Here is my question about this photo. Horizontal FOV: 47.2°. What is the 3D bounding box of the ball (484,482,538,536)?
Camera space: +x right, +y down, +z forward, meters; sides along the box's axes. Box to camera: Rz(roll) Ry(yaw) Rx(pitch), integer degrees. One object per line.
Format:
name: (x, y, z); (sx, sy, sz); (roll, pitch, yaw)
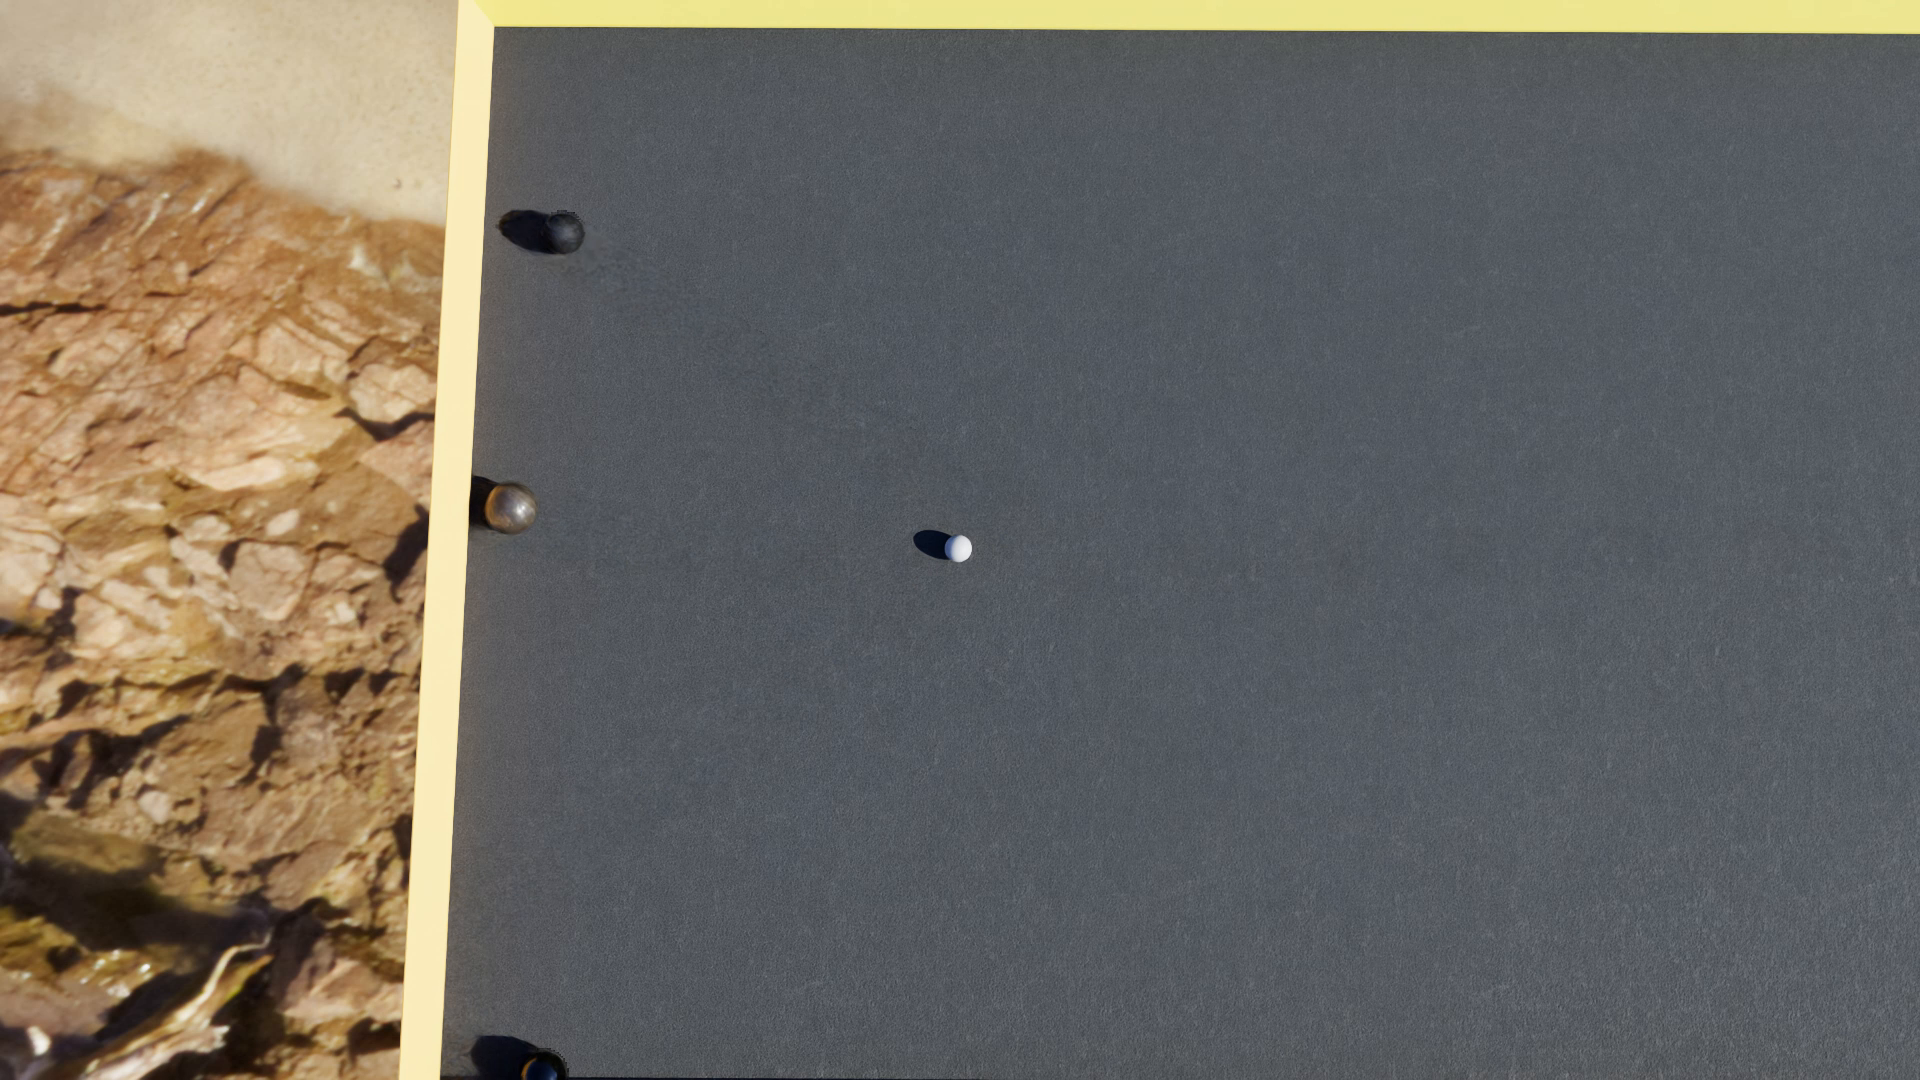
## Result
ball: (-0.676, -0.047, 3.306); (0.079, 0.079, 0.079); (0, 78, 0)

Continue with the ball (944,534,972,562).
ball: (-0.003, 0.013, 3.313); (0.041, 0.041, 0.041); (0, 78, 0)

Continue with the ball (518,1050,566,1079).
ball: (-0.597, 0.765, 3.145); (0.068, 0.068, 0.068); (0, 78, 0)

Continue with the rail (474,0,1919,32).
rail: (0.787, -0.821, 3.453); (3.128, 0.103, 0.045); (0, 78, 0)

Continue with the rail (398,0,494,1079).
rail: (-0.758, -0.008, 3.285); (0.045, 0.103, 1.724); (0, 78, 0)

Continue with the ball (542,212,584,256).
ball: (-0.614, -0.473, 3.401); (0.065, 0.065, 0.065); (0, 78, 0)
